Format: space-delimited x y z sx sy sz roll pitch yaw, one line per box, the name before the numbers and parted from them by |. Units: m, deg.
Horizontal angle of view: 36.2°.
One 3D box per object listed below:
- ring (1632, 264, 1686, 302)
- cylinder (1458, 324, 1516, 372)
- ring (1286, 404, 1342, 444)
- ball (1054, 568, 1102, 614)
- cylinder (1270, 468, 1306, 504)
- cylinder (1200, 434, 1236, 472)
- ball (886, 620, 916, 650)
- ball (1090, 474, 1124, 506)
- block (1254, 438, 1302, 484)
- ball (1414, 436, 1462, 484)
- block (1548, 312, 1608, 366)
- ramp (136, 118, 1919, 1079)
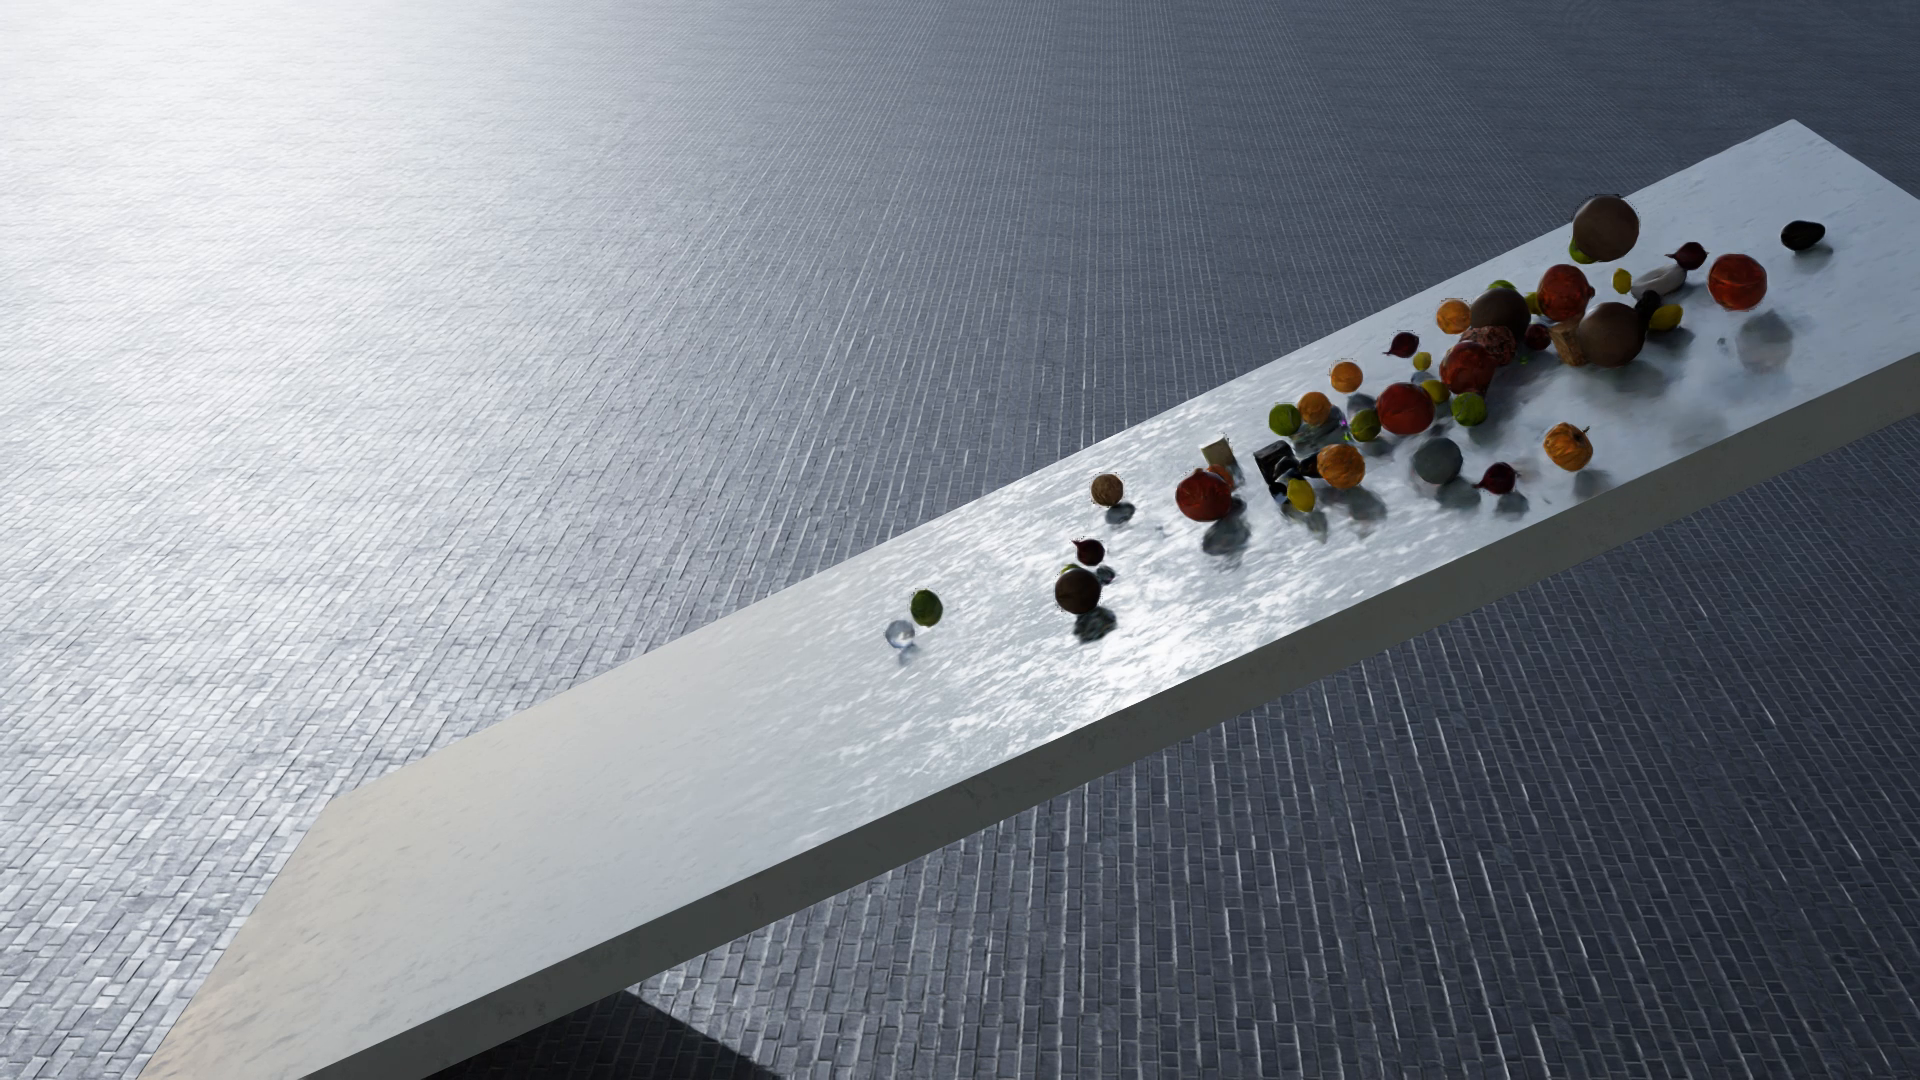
ring | 1.446 -0.533 6.084 0.118 0.039 0.118 -27 13 7
cylinder | 1.102 -0.403 6.149 0.085 0.085 0.085 -11 20 -34
ring | 0.762 -0.249 6.328 0.131 0.044 0.131 -27 12 6
ball | 0.237 0.102 5.916 0.095 0.095 0.095 0 16 0
cylinder | 0.665 -0.108 5.966 0.054 0.054 0.054 14 38 38
cylinder | 0.565 -0.191 6.450 0.059 0.059 0.059 -27 10 5
ball | -0.128 0.202 6.310 0.065 0.065 0.065 0 16 0
ball | 0.330 -0.111 6.579 0.074 0.074 0.074 0 16 0
block | 0.662 -0.160 6.138 0.068 0.068 0.068 -28 13 -2
ball | 0.907 -0.150 5.581 0.091 0.091 0.091 0 16 0
block | 1.242 -0.403 5.911 0.076 0.076 0.076 -28 13 -4
ramp | 0.138 0.168 6.281 4.000 0.100 2.000 -25 14 10
